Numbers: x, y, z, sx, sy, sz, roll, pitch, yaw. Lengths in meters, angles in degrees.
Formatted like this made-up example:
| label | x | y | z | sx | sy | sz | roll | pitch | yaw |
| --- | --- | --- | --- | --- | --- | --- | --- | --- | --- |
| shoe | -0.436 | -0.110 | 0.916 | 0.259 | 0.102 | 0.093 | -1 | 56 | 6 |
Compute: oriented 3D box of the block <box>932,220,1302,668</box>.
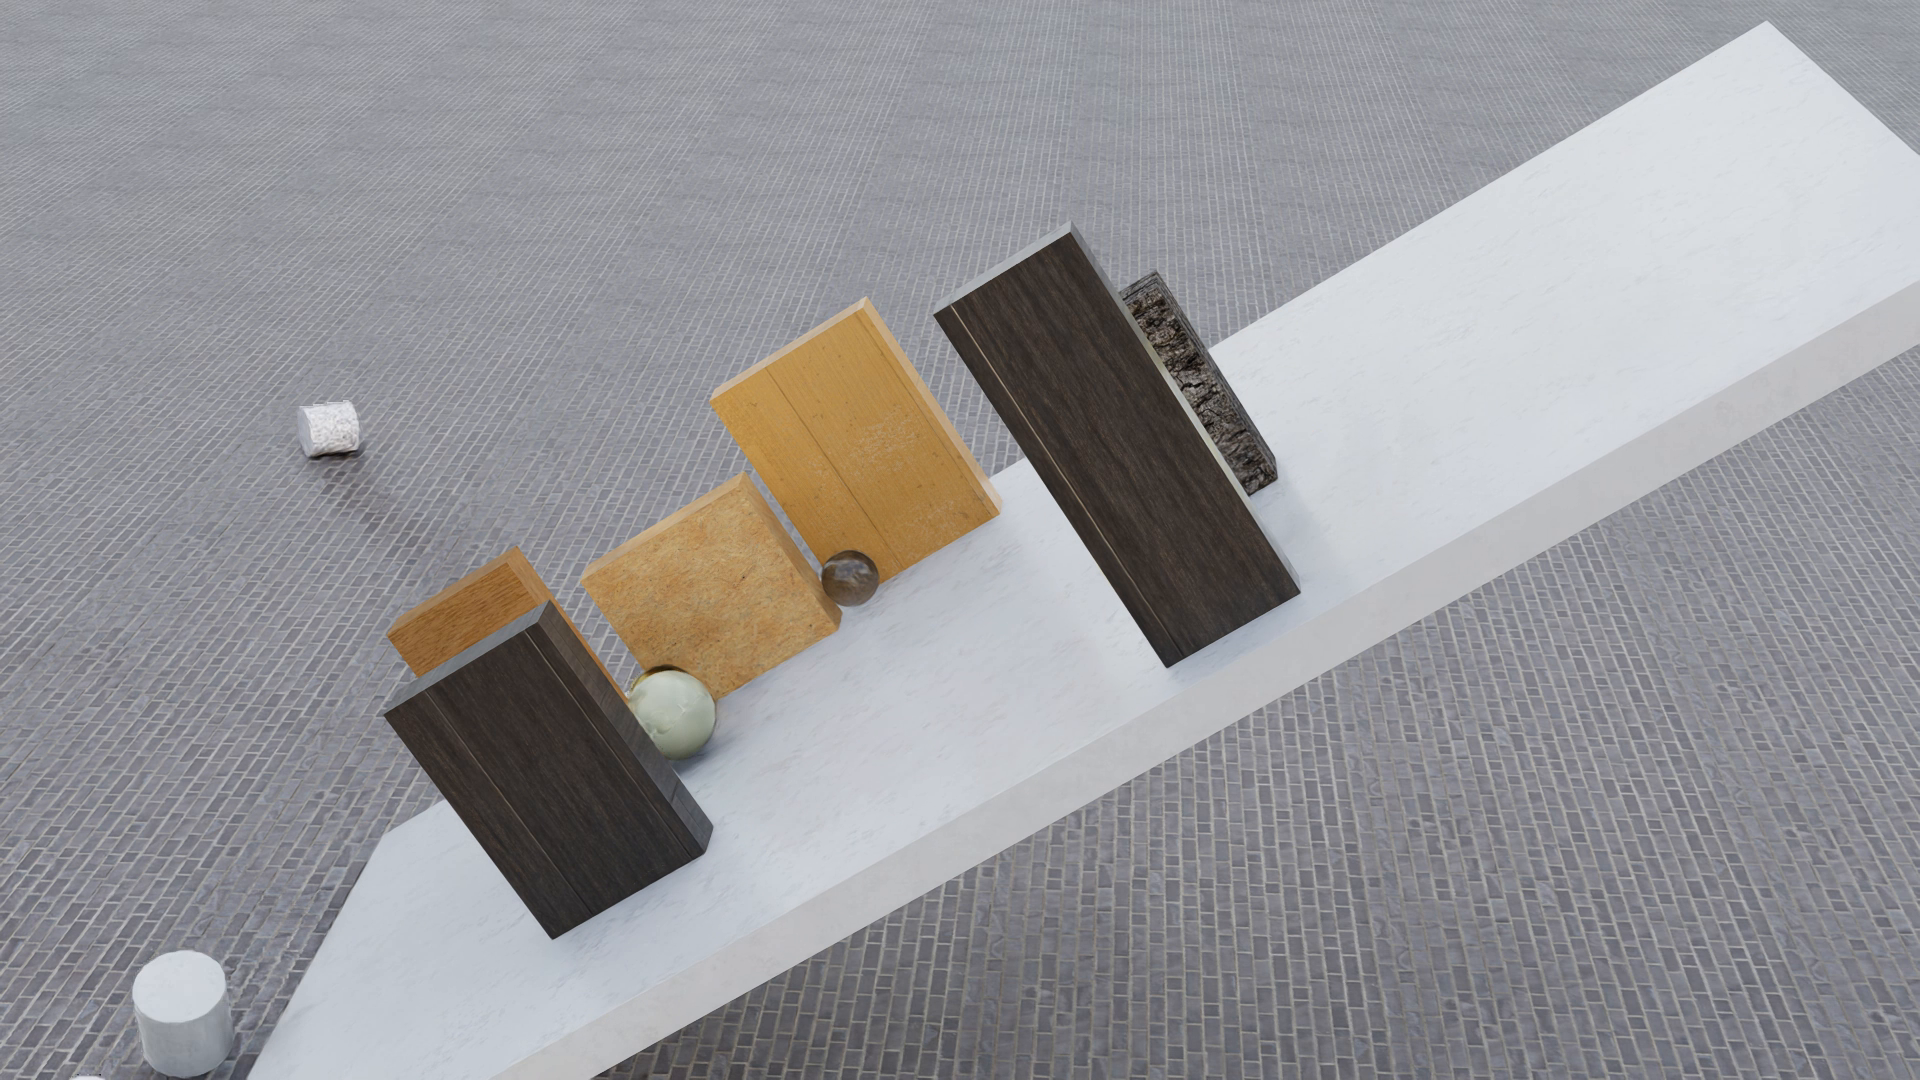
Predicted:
| label | x | y | z | sx | sy | sz | roll | pitch | yaw |
| --- | --- | --- | --- | --- | --- | --- | --- | --- | --- |
| block | 0.288 | -0.165 | 5.297 | 0.285 | 0.790 | 0.088 | -30 | 15 | 13 |

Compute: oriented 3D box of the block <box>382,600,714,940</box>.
| label | x | y | z | sx | sy | sz | roll | pitch | yaw |
| --- | --- | --- | --- | --- | --- | --- | --- | --- | --- |
| block | -0.841 | 0.476 | 6.045 | 0.389 | 0.596 | 0.126 | -30 | 15 | 13 |

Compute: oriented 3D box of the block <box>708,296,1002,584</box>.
| label | x | y | z | sx | sy | sz | roll | pitch | yaw |
| --- | --- | --- | --- | --- | --- | --- | --- | --- | --- |
| block | -0.243 | -0.209 | 6.936 | 0.432 | 0.591 | 0.100 | -30 | 15 | 13 |

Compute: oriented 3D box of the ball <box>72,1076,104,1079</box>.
| label | x | y | z | sx | sy | sz | roll | pitch | yaw |
| --- | --- | --- | --- | --- | --- | --- | --- | --- | --- |
| ball | -1.889 | 1.248 | 6.355 | 0.178 | 0.178 | 0.178 | 0 | 20 | 0 |

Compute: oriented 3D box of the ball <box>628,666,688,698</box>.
| label | x | y | z | sx | sy | sz | roll | pitch | yaw |
| --- | --- | --- | --- | --- | --- | --- | --- | --- | --- |
| ball | -0.682 | 0.374 | 6.807 | 0.169 | 0.169 | 0.169 | 0 | 20 | 0 |

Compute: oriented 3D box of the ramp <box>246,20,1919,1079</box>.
| label | x | y | z | sx | sy | sz | roll | pitch | yaw |
| --- | --- | --- | --- | --- | --- | --- | --- | --- | --- |
| ramp | 0.140 | 0.170 | 6.293 | 4.000 | 0.100 | 2.000 | -30 | 15 | 13 |

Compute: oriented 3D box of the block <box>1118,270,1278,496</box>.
| label | x | y | z | sx | sy | sz | roll | pitch | yaw |
| --- | --- | --- | --- | --- | --- | --- | --- | --- | --- |
| block | 0.380 | -0.253 | 5.997 | 0.337 | 0.471 | 0.141 | -30 | 15 | 13 |

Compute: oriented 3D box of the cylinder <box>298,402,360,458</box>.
| label | x | y | z | sx | sy | sz | roll | pitch | yaw |
| --- | --- | --- | --- | --- | --- | --- | --- | --- | --- |
| cylinder | -2.341 | -0.409 | 10.910 | 0.179 | 0.179 | 0.179 | -10 | 22 | -26 |

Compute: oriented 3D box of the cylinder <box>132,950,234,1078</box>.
| label | x | y | z | sx | sy | sz | roll | pitch | yaw |
| --- | --- | --- | --- | --- | --- | --- | --- | --- | --- |
| cylinder | -1.765 | 1.078 | 6.689 | 0.204 | 0.204 | 0.204 | 3 | 43 | -3 |

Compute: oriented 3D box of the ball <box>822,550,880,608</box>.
| label | x | y | z | sx | sy | sz | roll | pitch | yaw |
| --- | --- | --- | --- | --- | --- | --- | --- | --- | --- |
| ball | -0.258 | 0.090 | 6.920 | 0.137 | 0.137 | 0.137 | 0 | 20 | 0 |

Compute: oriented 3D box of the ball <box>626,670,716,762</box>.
| label | x | y | z | sx | sy | sz | roll | pitch | yaw |
| --- | --- | --- | --- | --- | --- | --- | --- | --- | --- |
| ball | -0.651 | 0.396 | 6.618 | 0.203 | 0.203 | 0.203 | 0 | 20 | 0 |

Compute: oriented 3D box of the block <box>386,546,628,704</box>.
| label | x | y | z | sx | sy | sz | roll | pitch | yaw |
| --- | --- | --- | --- | --- | --- | --- | --- | --- | --- |
| block | -0.978 | 0.356 | 6.682 | 0.336 | 0.608 | 0.110 | -30 | 15 | 13 |

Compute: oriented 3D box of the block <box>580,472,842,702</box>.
| label | x | y | z | sx | sy | sz | roll | pitch | yaw |
| --- | --- | --- | --- | --- | --- | --- | --- | --- | --- |
| block | -0.582 | 0.134 | 6.916 | 0.450 | 0.417 | 0.112 | -30 | 15 | 13 |
